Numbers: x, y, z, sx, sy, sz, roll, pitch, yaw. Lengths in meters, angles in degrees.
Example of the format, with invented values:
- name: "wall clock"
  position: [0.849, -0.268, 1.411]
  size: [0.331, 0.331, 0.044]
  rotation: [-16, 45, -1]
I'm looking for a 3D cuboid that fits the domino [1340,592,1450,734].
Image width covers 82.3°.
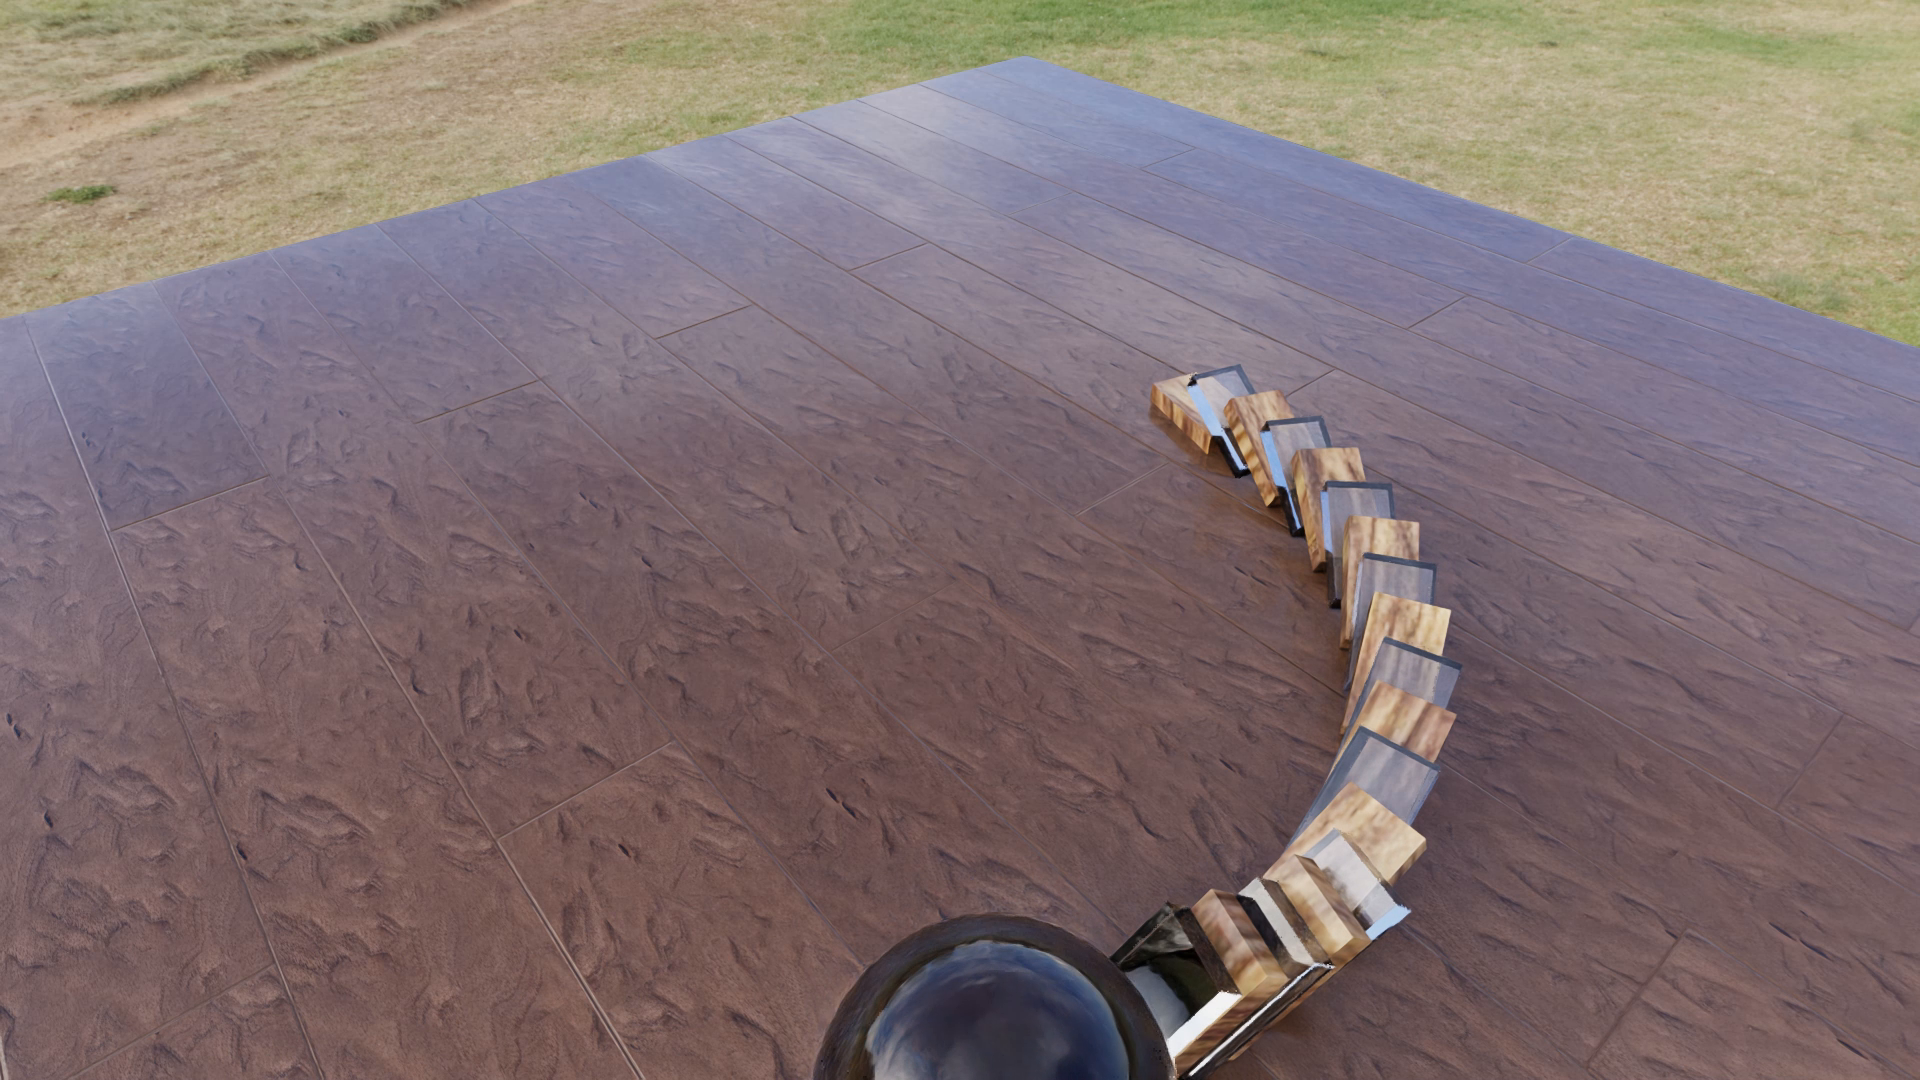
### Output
- name: "domino"
  position: [0.147, 0.045, 0.372]
  size: [0.025, 0.009, 0.050]
  rotation: [15, 68, 17]

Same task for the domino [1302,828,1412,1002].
- name: "domino"
  position: [0.091, 0.103, 0.292]
  size: [0.050, 0.010, 0.025]
  rotation: [-47, 43, 13]

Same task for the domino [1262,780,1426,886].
- name: "domino"
  position: [0.104, 0.095, 0.310]
  size: [0.050, 0.009, 0.025]
  rotation: [-44, 52, -8]

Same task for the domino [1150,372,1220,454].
- name: "domino"
  position: [0.114, -0.060, 0.517]
  size: [0.025, 0.010, 0.050]
  rotation: [-15, 42, -18]

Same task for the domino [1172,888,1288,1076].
- name: "domino"
  position: [0.056, 0.114, 0.276]
  size: [0.009, 0.050, 0.025]
  rotation: [25, 23, -38]

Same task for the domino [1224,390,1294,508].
- name: "domino"
  position: [0.136, -0.040, 0.477]
  size: [0.025, 0.009, 0.050]
  rotation: [-11, 65, -14]

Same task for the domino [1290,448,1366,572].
- name: "domino"
  position: [0.151, -0.013, 0.442]
  size: [0.025, 0.009, 0.050]
  rotation: [-2, 66, -3]

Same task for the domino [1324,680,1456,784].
- name: "domino"
  position: [0.130, 0.071, 0.340]
  size: [0.025, 0.009, 0.050]
  rotation: [25, 72, 27]

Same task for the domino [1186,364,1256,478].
- name: "domino"
  position: [0.125, -0.054, 0.493]
  size: [0.025, 0.010, 0.050]
  rotation: [-15, 67, -18]

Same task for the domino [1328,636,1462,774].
- name: "domino"
  position: [0.140, 0.059, 0.355]
  size: [0.025, 0.010, 0.050]
  rotation: [21, 70, 24]

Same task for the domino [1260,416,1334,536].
- name: "domino"
  position: [0.145, -0.027, 0.460]
  size: [0.025, 0.010, 0.050]
  rotation: [-6, 66, -8]

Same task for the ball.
- name: "ball"
  position: [0.007, 0.123, 0.238]
  size: [0.080, 0.080, 0.080]
  rotation: [0, 39, 0]

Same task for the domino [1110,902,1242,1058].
- name: "domino"
  position: [0.044, 0.117, 0.273]
  size: [0.009, 0.050, 0.025]
  rotation: [25, 23, -38]

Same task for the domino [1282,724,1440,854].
- name: "domino"
  position: [0.118, 0.083, 0.325]
  size: [0.025, 0.009, 0.050]
  rotation: [28, 74, 30]

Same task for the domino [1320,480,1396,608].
- name: "domino"
  position: [0.155, 0.002, 0.424]
  size: [0.025, 0.010, 0.050]
  rotation: [3, 66, 3]

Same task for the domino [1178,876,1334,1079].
- name: "domino"
  position: [0.068, 0.112, 0.279]
  size: [0.010, 0.050, 0.025]
  rotation: [25, 23, -38]

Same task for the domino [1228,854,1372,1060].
- name: "domino"
  position: [0.078, 0.108, 0.284]
  size: [0.009, 0.050, 0.025]
  rotation: [25, 23, -38]

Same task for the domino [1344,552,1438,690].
- name: "domino"
  position: [0.152, 0.031, 0.389]
  size: [0.025, 0.010, 0.050]
  rotation: [11, 67, 13]

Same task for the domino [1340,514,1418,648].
- name: "domino"
  position: [0.155, 0.016, 0.407]
  size: [0.025, 0.009, 0.050]
  rotation: [7, 66, 8]
